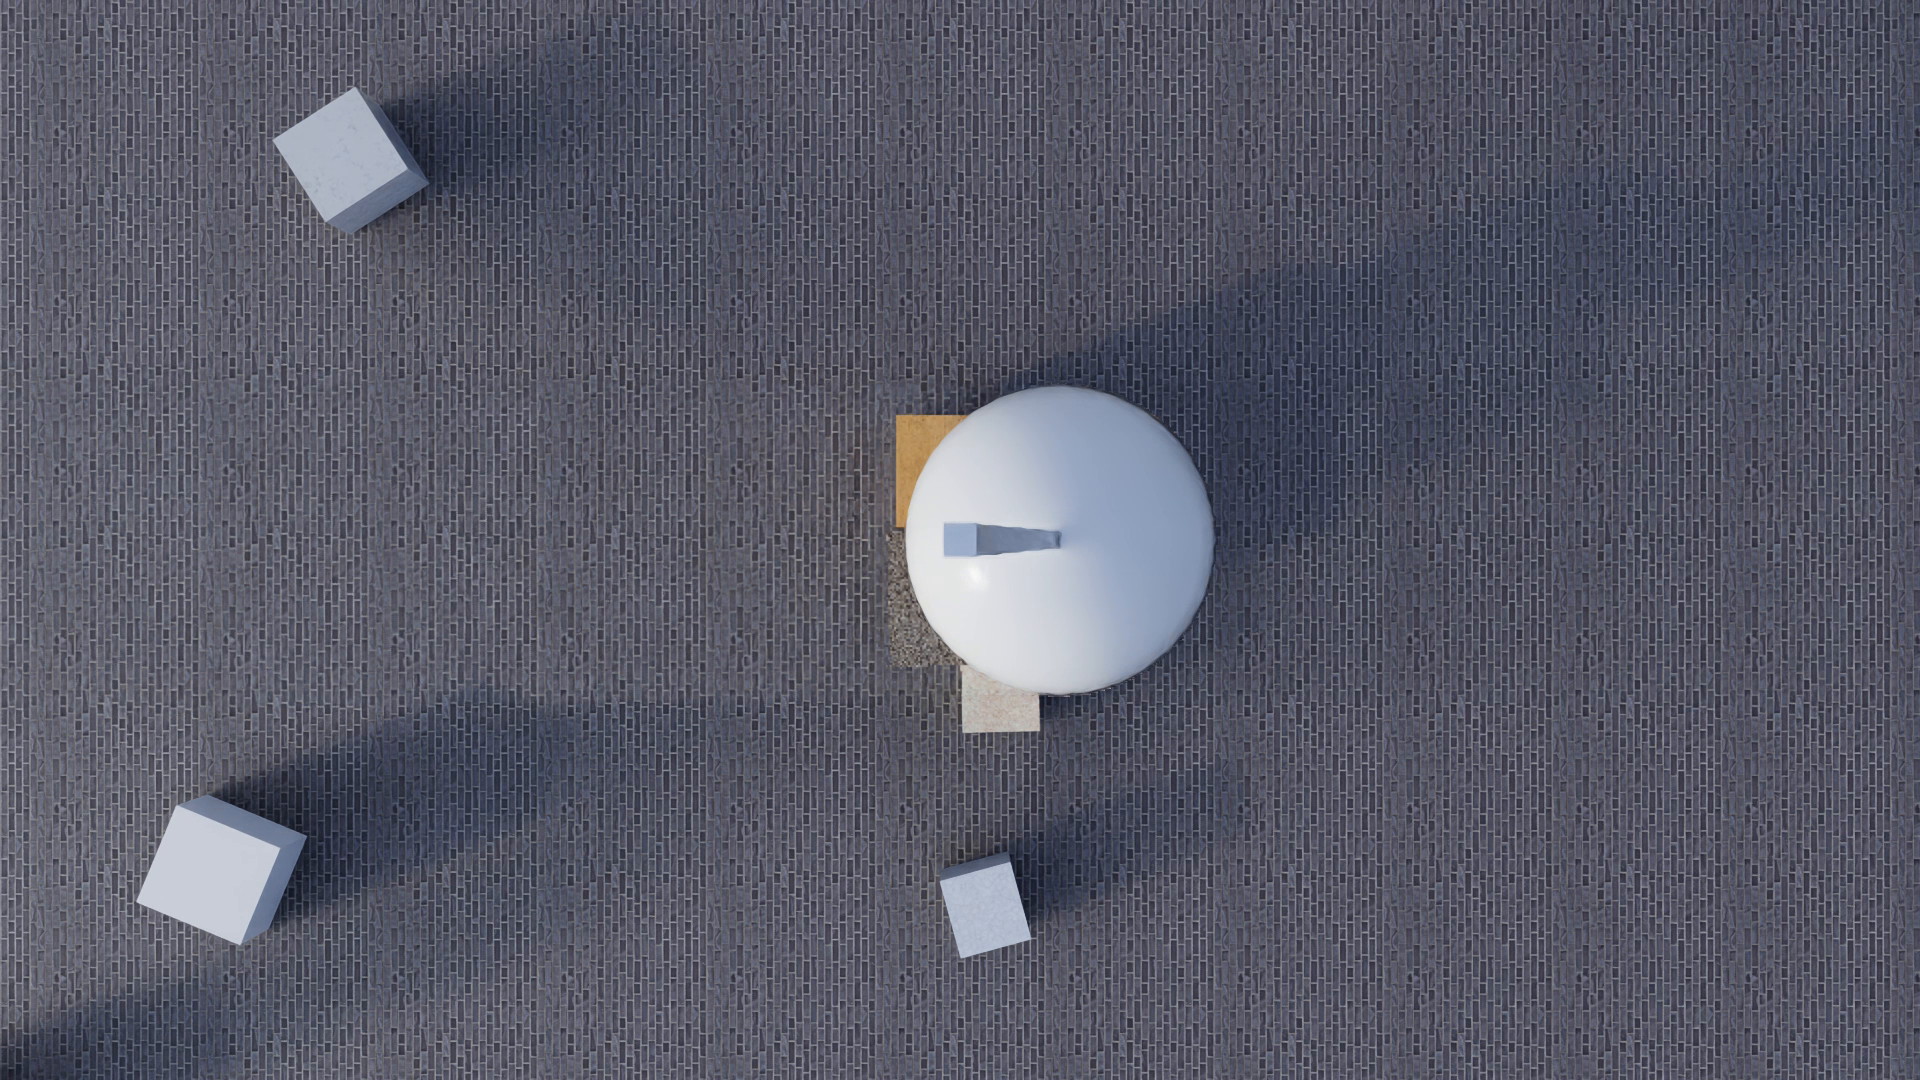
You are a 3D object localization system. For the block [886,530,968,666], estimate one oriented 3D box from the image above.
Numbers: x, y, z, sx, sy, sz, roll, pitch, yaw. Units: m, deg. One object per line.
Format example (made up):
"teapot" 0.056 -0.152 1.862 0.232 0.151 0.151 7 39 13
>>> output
"block" -0.046 0.323 12.685 0.713 0.630 0.766 -1 90 0

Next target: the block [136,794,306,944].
"block" -4.267 1.903 12.742 0.638 0.516 0.596 23 90 0

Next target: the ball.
"ball" 0.513 0.000 11.353 1.600 1.600 1.600 0 90 0

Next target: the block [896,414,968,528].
"block" -0.022 -0.385 12.635 0.663 0.730 0.635 0 90 0

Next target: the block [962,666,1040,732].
"block" 0.231 0.900 12.786 0.442 0.428 0.395 -1 90 0

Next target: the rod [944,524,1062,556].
"rod" 0.223 0.000 7.965 0.080 5.200 0.080 0 90 5

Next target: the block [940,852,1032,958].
"block" 0.146 2.114 12.780 0.418 0.439 0.458 -15 90 0

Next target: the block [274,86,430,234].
"block" -3.518 -2.189 12.741 0.558 0.517 0.554 -33 90 0
